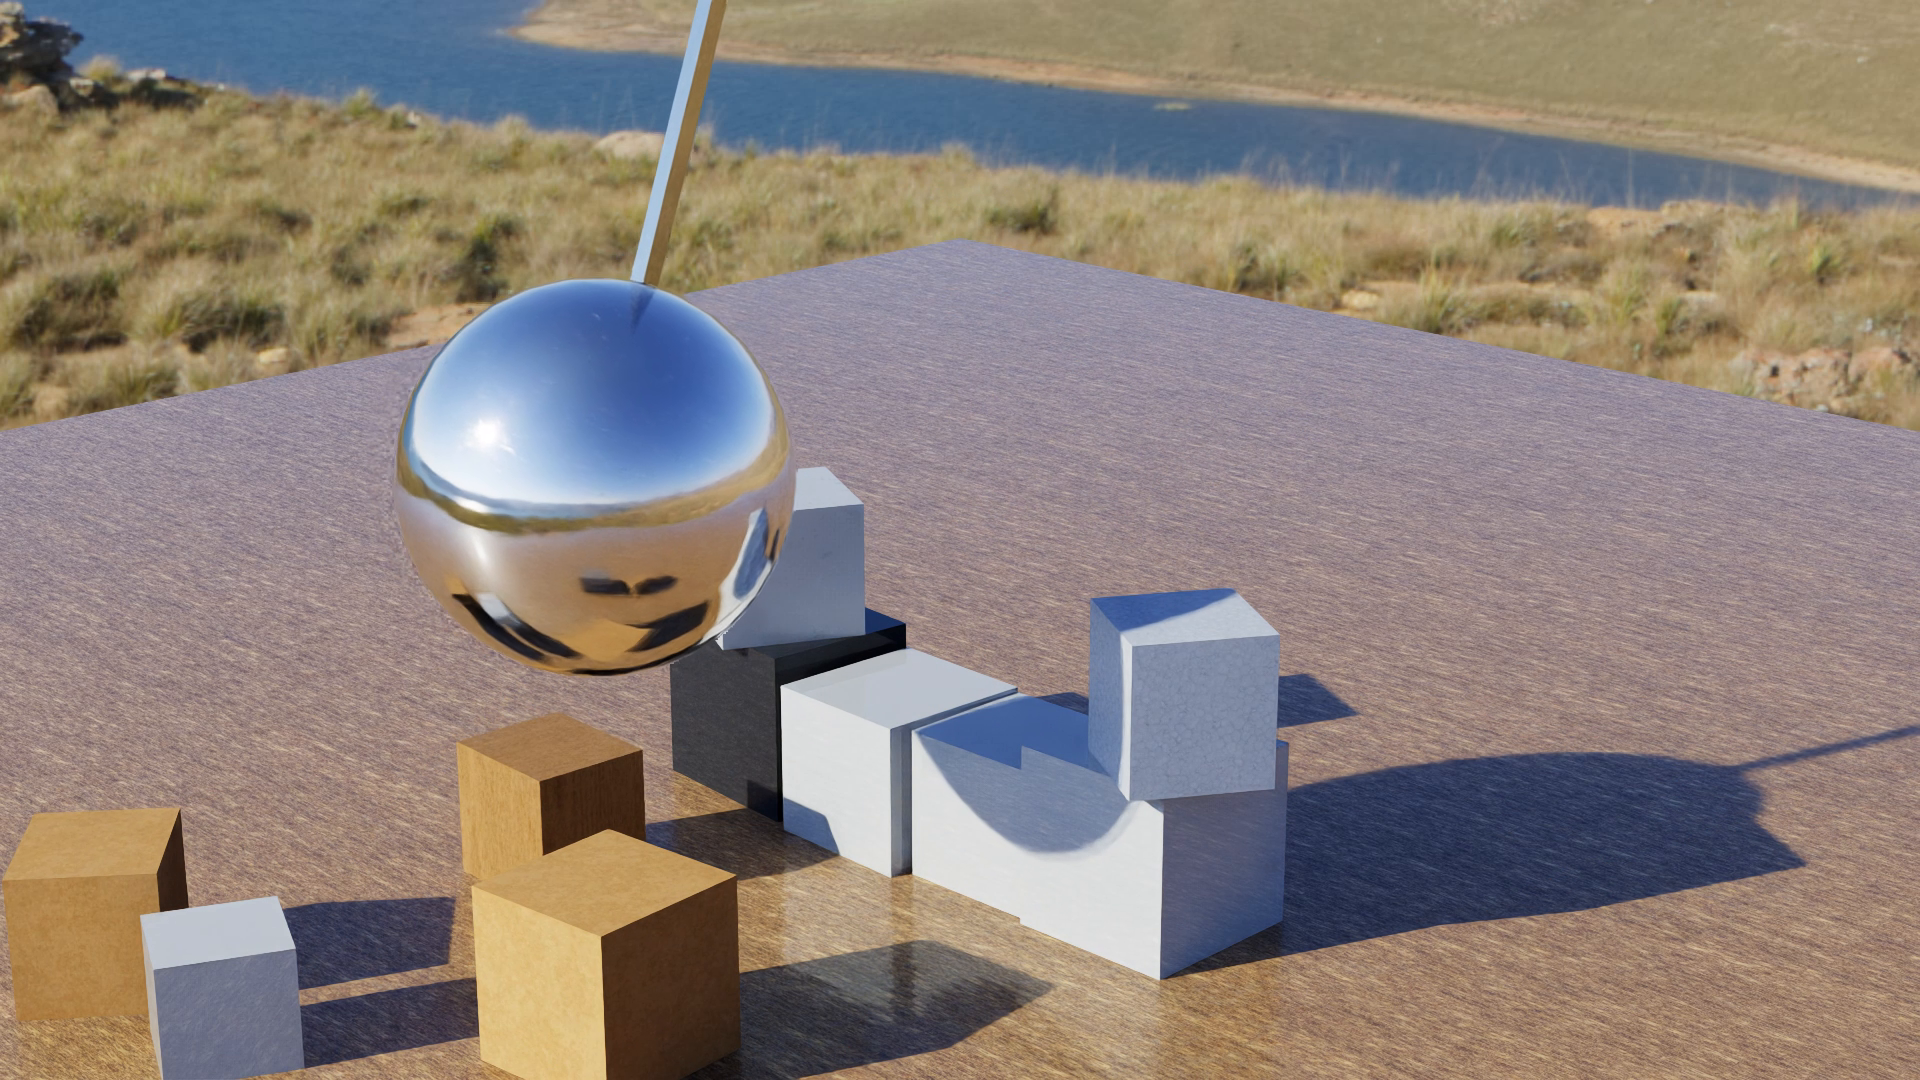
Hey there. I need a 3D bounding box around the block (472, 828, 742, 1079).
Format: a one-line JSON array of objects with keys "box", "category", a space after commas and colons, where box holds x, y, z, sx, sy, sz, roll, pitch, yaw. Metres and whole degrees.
[{"box": [-1.399, 1.702, 11.665, 0.729, 0.757, 0.739, 14, 22, 38], "category": "block"}]

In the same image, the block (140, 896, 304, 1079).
[{"box": [-2.952, 1.805, 11.728, 0.544, 0.523, 0.532, -6, 19, -19], "category": "block"}]

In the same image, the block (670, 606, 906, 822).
[{"box": [-0.850, 0.778, 14.479, 0.795, 0.833, 0.880, -14, 22, -38], "category": "block"}]

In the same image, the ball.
[{"box": [-1.454, -0.250, 11.739, 1.600, 1.600, 1.600, 0, 17, 0], "category": "ball"}]

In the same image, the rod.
[{"box": [-0.630, -3.544, 11.567, 0.080, 5.200, 0.080, 17, 4, 42], "category": "rod"}]

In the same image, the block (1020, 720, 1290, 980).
[{"box": [0.847, 1.288, 12.841, 0.810, 0.843, 0.834, 16, 24, 42], "category": "block"}]

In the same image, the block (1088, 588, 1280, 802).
[{"box": [0.934, 0.643, 12.350, 0.632, 0.682, 0.628, -4, 18, -13], "category": "block"}]

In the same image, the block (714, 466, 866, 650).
[{"box": [-0.896, 0.079, 14.215, 0.703, 0.659, 0.674, -6, 18, -17], "category": "block"}]

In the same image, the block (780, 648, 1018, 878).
[{"box": [-0.285, 1.033, 13.842, 0.801, 0.728, 0.768, -16, 23, -41], "category": "block"}]

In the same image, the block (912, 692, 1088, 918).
[{"box": [0.284, 1.199, 13.356, 0.720, 0.705, 0.701, 16, 24, 42], "category": "block"}]

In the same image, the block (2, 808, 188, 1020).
[{"box": [-3.614, 1.563, 12.326, 0.611, 0.628, 0.703, -2, 18, -6], "category": "block"}]

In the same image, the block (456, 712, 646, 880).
[{"box": [-1.859, 1.233, 13.363, 0.563, 0.635, 0.653, -15, 23, -40], "category": "block"}]
